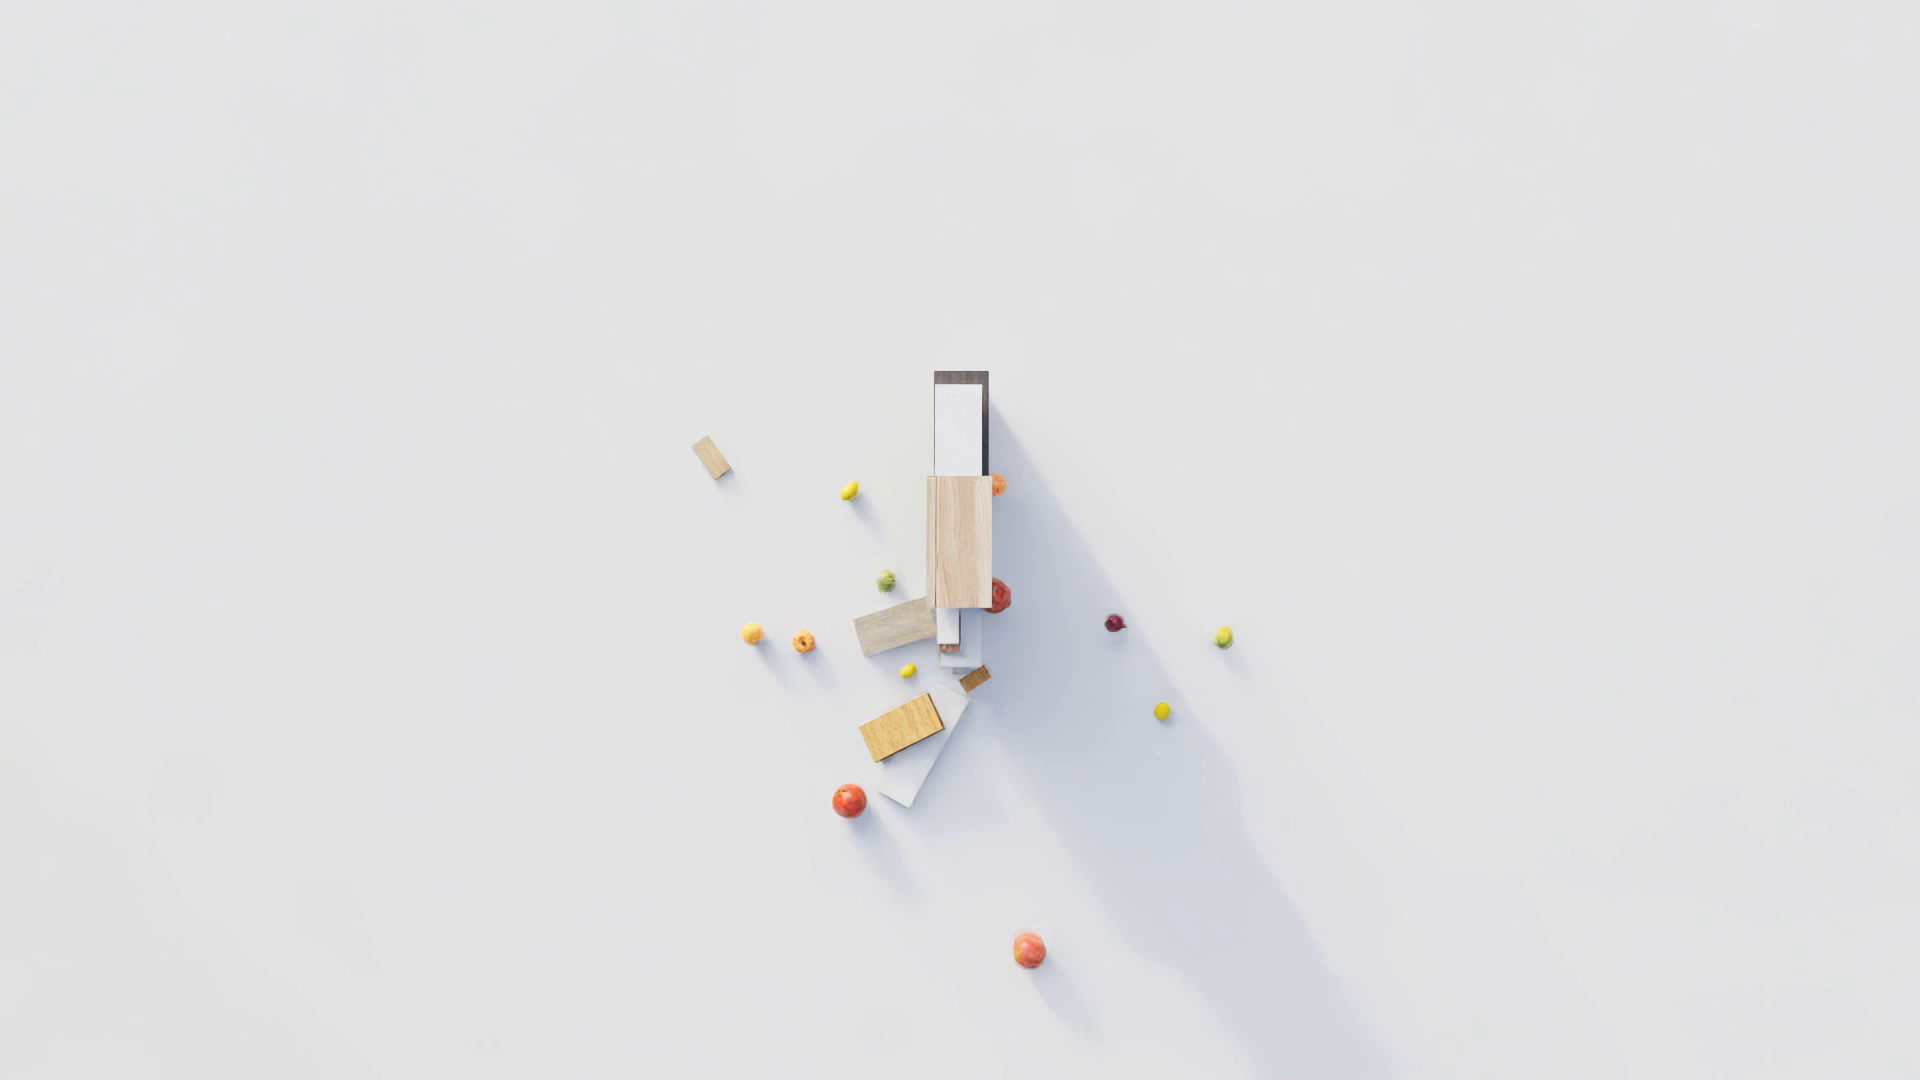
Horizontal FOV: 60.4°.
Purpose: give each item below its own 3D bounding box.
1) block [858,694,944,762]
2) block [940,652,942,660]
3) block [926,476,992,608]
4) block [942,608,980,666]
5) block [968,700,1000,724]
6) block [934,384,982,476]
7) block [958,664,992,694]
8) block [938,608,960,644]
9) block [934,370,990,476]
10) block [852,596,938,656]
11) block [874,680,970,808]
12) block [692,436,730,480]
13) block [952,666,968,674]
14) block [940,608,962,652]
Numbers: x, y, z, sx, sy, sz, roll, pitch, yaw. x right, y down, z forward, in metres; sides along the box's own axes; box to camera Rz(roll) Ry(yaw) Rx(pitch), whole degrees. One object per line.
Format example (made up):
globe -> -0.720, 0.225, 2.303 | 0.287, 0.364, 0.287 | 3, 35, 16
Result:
block -> -0.192, 0.621, 5.450 | 0.257, 0.036, 0.129 | -27, 78, 8
block -> -0.004, 0.370, 5.374 | 0.125, 0.249, 0.035 | 2, 84, 0
block -> -0.002, 0.004, 4.365 | 0.173, 0.049, 0.347 | 0, 90, 0
block -> 0.002, 0.277, 5.231 | 0.125, 0.035, 0.249 | 0, 90, 0
block -> 0.081, 0.572, 5.493 | 0.099, 0.014, 0.050 | 24, 90, 0
block -> -0.005, -0.306, 4.678 | 0.133, 0.038, 0.266 | 0, 90, 0
block -> 0.050, 0.463, 5.493 | 0.099, 0.014, 0.050 | -34, 90, 0
block -> -0.037, 0.257, 5.185 | 0.068, 0.019, 0.135 | 0, 90, 0
block -> 0.004, -0.354, 5.135 | 0.171, 0.048, 0.341 | 0, 90, 0
block -> -0.214, 0.286, 5.482 | 0.257, 0.036, 0.129 | -17, 90, 0
block -> -0.125, 0.677, 5.482 | 0.129, 0.036, 0.412 | 29, 90, 0
block -> -0.828, -0.275, 5.490 | 0.067, 0.019, 0.135 | -35, 90, 0
block -> 0.001, 0.420, 5.452 | 0.049, 0.099, 0.014 | 2, 64, 0
block -> -0.031, 0.285, 5.204 | 0.067, 0.019, 0.135 | 1, 90, 0
